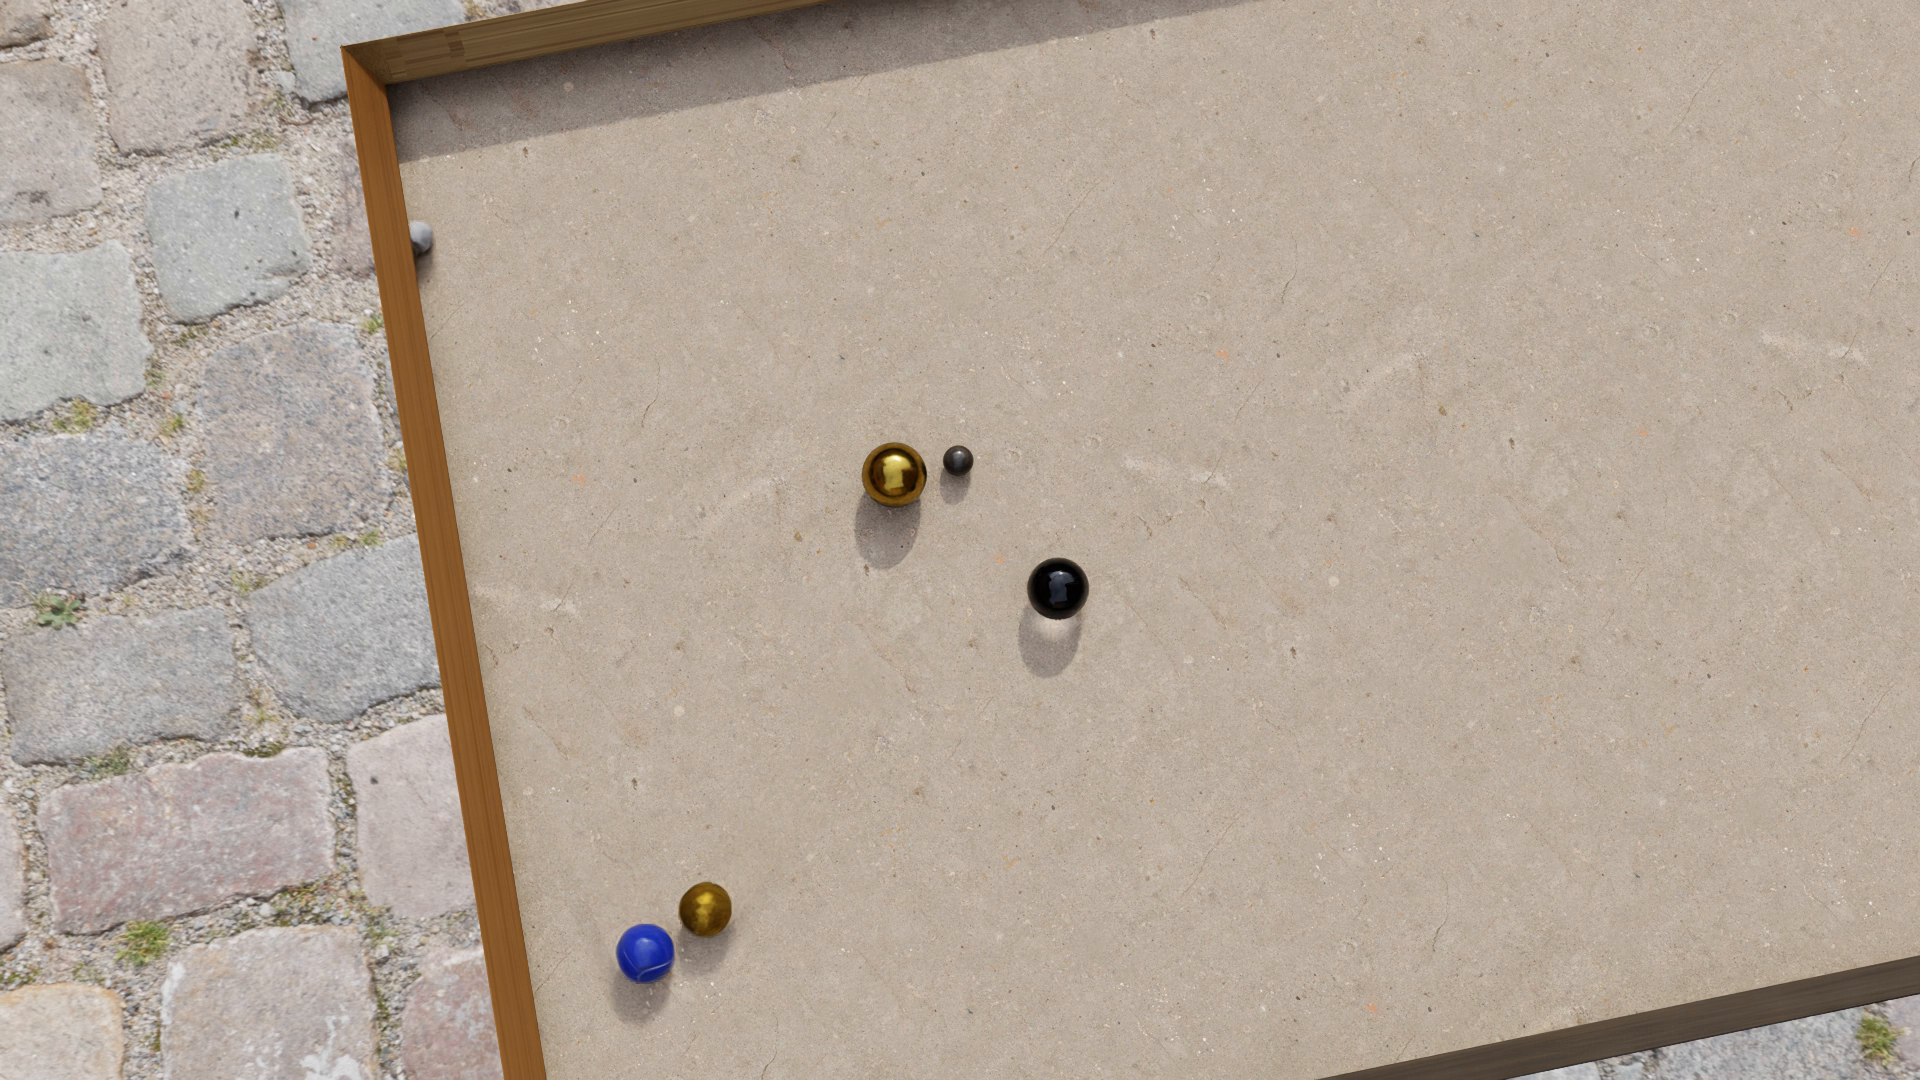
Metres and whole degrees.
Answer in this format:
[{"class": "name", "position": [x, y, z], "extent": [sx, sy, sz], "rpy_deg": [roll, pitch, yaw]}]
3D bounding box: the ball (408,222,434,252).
[{"class": "ball", "position": [-0.833, -0.466, 3.379], "extent": [0.048, 0.048, 0.048], "rpy_deg": [0, 80, 0]}]

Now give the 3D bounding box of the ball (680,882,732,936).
[{"class": "ball", "position": [-0.368, 0.535, 3.186], "extent": [0.077, 0.077, 0.077], "rpy_deg": [0, 80, 0]}]

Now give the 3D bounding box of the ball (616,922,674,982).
[{"class": "ball", "position": [-0.454, 0.595, 3.172], "extent": [0.084, 0.084, 0.084], "rpy_deg": [0, 80, 0]}]

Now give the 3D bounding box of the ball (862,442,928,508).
[{"class": "ball", "position": [-0.098, -0.097, 3.288], "extent": [0.098, 0.098, 0.098], "rpy_deg": [0, 80, 0]}]

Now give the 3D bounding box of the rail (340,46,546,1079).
[{"class": "rail", "position": [-0.736, 0.140, 3.229], "extent": [0.045, 0.128, 1.823], "rpy_deg": [-11, 80, -2]}]

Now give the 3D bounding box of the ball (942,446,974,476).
[{"class": "ball", "position": [-0.003, -0.120, 3.318], "extent": [0.047, 0.047, 0.047], "rpy_deg": [0, 80, 0]}]

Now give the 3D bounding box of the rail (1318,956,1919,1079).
[{"class": "rail", "position": [0.933, 0.703, 3.129], "extent": [3.096, 0.128, 0.045], "rpy_deg": [-11, 80, -2]}]

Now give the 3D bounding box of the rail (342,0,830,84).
[{"class": "rail", "position": [0.586, -1.011, 3.434], "extent": [3.096, 0.128, 0.045], "rpy_deg": [-11, 80, -2]}]

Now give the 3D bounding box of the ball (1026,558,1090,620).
[{"class": "ball", "position": [0.145, 0.072, 3.260], "extent": [0.093, 0.093, 0.093], "rpy_deg": [0, 80, 0]}]
